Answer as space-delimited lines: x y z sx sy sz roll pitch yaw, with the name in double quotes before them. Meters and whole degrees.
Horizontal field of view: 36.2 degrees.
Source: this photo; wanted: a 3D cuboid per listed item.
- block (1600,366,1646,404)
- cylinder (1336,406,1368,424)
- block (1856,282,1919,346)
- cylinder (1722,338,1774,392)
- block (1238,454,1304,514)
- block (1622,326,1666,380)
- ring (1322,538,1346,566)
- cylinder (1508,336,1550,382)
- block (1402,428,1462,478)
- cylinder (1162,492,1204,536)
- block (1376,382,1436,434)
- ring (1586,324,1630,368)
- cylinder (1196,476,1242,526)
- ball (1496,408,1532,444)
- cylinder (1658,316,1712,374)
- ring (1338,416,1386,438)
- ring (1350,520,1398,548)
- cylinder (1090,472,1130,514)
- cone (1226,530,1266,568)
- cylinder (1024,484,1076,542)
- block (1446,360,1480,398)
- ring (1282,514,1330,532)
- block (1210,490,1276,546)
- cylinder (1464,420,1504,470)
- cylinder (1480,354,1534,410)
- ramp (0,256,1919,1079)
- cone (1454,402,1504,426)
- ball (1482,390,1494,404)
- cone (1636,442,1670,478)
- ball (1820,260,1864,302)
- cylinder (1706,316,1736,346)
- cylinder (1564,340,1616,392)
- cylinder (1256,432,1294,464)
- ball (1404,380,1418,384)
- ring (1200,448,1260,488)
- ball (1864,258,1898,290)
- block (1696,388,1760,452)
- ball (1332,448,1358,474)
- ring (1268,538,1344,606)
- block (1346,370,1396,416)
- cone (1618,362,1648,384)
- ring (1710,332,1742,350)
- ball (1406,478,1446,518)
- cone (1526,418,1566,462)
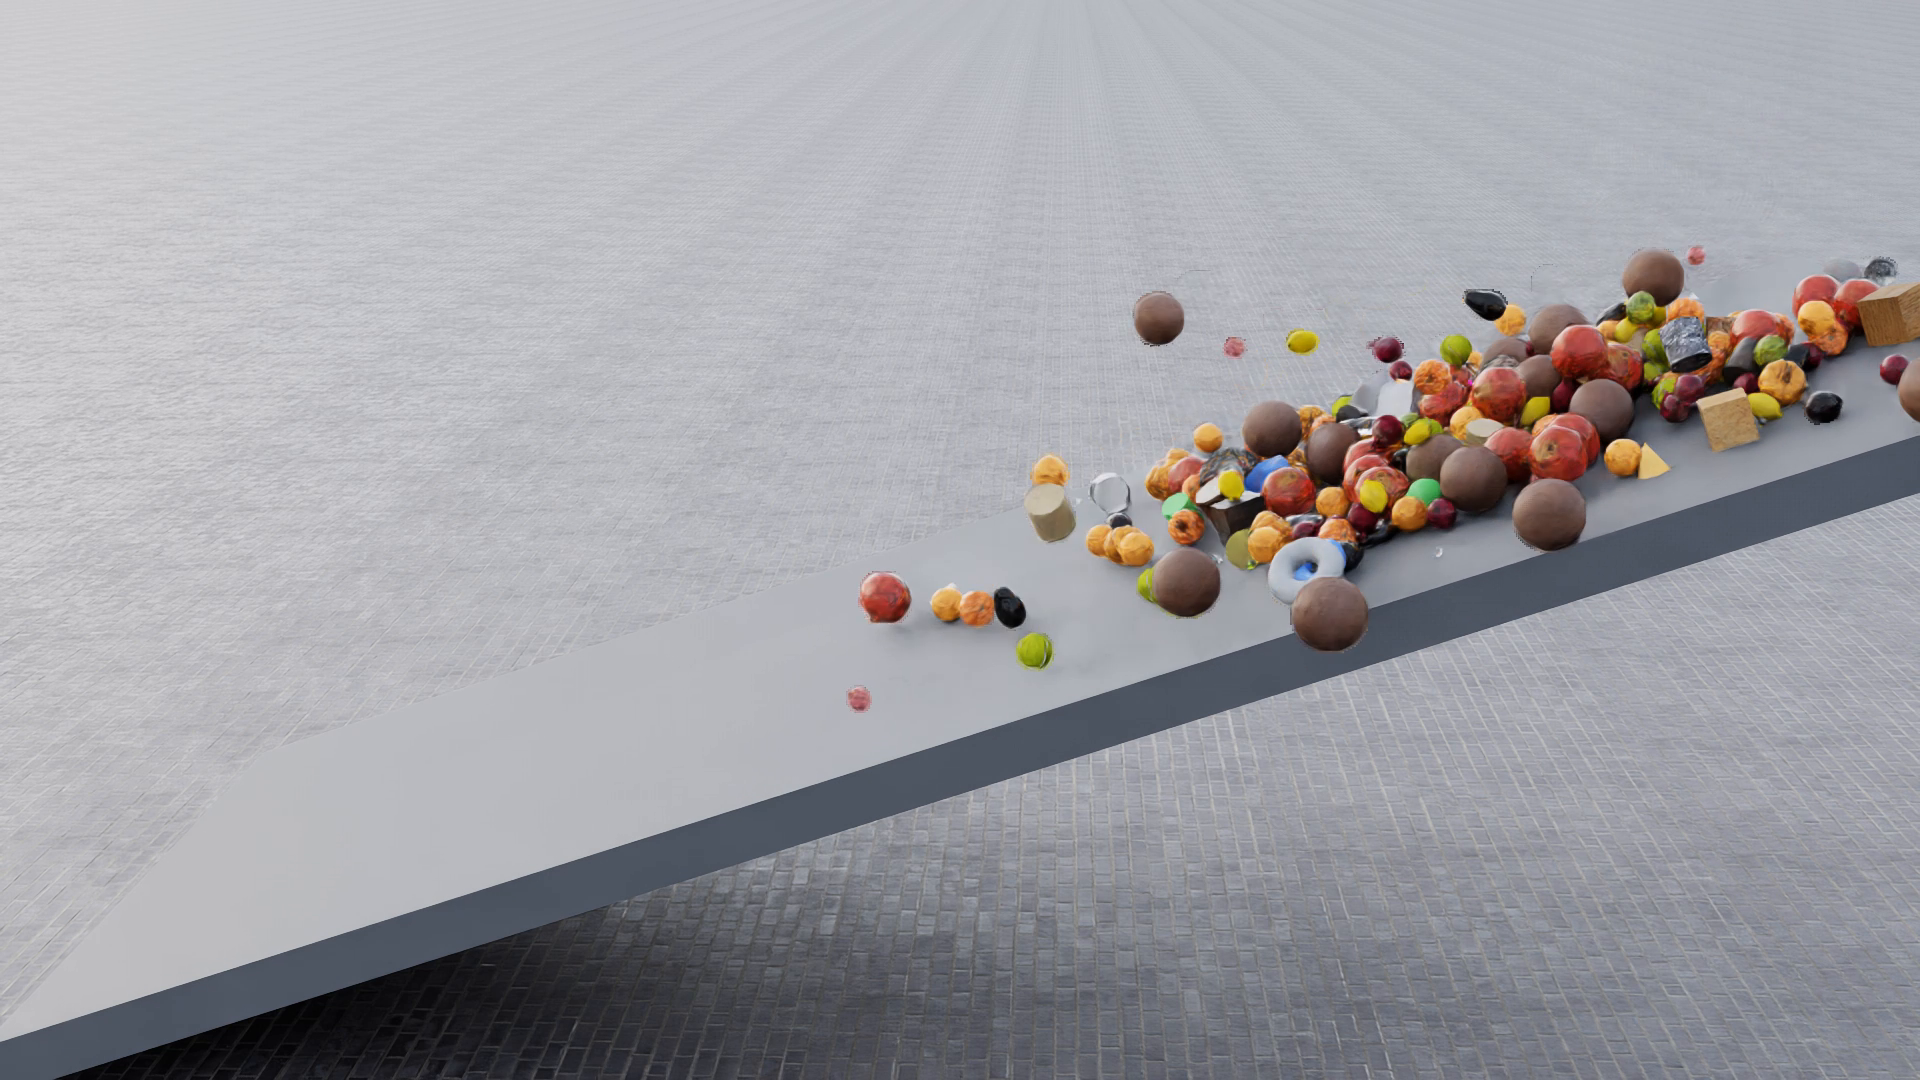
"block" 1.396 -0.327 6.198 0.058 0.058 0.058 -25 12 -28
"cylinder" 0.859 -0.265 6.440 0.057 0.057 0.057 7 3 29
"block" 1.877 -0.453 5.900 0.096 0.096 0.096 -27 13 -35
"cylinder" 1.569 -0.348 5.853 0.077 0.077 0.077 12 58 43
"block" 0.657 -0.116 6.212 0.082 0.082 0.082 -25 71 -43
"block" 1.449 -0.396 6.220 0.067 0.067 0.067 30 70 25
"ring" 0.668 0.049 5.494 0.116 0.116 0.039 14 -19 49
"cylinder" 1.296 -0.414 6.706 0.093 0.093 0.093 2 13 8
"block" 0.984 -0.183 6.141 0.076 0.076 0.076 -28 14 -39
"cylinder" 0.479 -0.056 6.335 0.066 0.066 0.066 -28 33 20
"block" 0.972 -0.289 6.408 0.086 0.086 0.086 -2 -17 43
"ring" 1.430 -0.418 6.441 0.134 0.045 0.134 22 40 -20
"cylinder" 0.559 -0.076 6.229 0.088 0.088 0.088 -34 22 15
"ball" 1.152 -0.239 6.124 0.074 0.074 0.074 0 12 0
"cylinder" 1.458 -0.392 5.909 0.085 0.085 0.085 -11 -23 -5
"ring" 0.865 -0.244 6.331 0.108 0.036 0.108 -7 -1 0
"ring" 0.804 -0.013 5.720 0.098 0.033 0.098 -19 12 4
"cylinder" 0.349 -0.110 6.836 0.085 0.085 0.085 -1 9 -4
"cone" 0.583 0.025 5.894 0.080 0.080 0.080 5 -9 22
"cylinder" 0.176 -0.053 5.746 0.082 0.082 0.082 -12 46 13
"block" 1.158 -0.369 6.722 0.060 0.060 0.060 47 15 5
"ring" 0.700 -0.034 5.944 0.097 0.032 0.097 0 0 0
"block" 0.583 -0.040 6.080 0.089 0.089 0.089 -21 11 -12
"cylinder" 1.042 -0.190 5.842 0.074 0.074 0.074 -1 30 1
"cylinder" 1.200 -0.344 6.451 0.094 0.094 0.094 -2 29 -10
"ramp" 0.106 0.181 6.306 4.000 0.100 2.000 -18 11 6
"cone" 1.085 -0.254 6.201 0.093 0.093 0.093 13 17 27
"ball" 1.191 -0.325 6.555 0.054 0.054 0.054 0 12 0
"cone" 1.290 -0.155 5.508 0.063 0.063 0.063 -18 11 4
"ball" 1.919 -0.566 6.406 0.091 0.091 0.091 0 12 0
"cylinder" 1.602 -0.439 6.188 0.059 0.059 0.059 -1 0 0
"cylinder" 1.352 -0.373 6.316 0.080 0.080 0.080 -8 41 -32
"cylinder" 0.717 -0.202 6.712 0.069 0.069 0.069 -19 11 4
"ball" 1.032 -0.327 6.766 0.081 0.081 0.081 0 12 0
"ring" 0.590 -0.128 6.365 0.147 0.147 0.049 3 -5 15
"ball" 2.014 -0.582 6.432 0.069 0.069 0.069 0 12 0
"block" 1.444 -0.226 5.533 0.087 0.087 0.087 -17 11 11
"ball" 0.838 -0.173 6.393 0.056 0.056 0.056 0 12 0
"ring" 0.630 0.058 5.350 0.144 0.144 0.048 8 -29 32
"block" 0.954 -0.313 6.712 0.090 0.090 0.090 47 45 14
"cone" 1.434 -0.340 6.257 0.067 0.067 0.067 13 17 29
"ring" 1.653 -0.431 6.363 0.078 0.026 0.078 -19 13 5
"ball" 0.910 -0.082 5.742 0.077 0.077 0.077 0 12 0
"cone" 1.170 -0.209 5.932 0.083 0.083 0.083 -18 11 4
